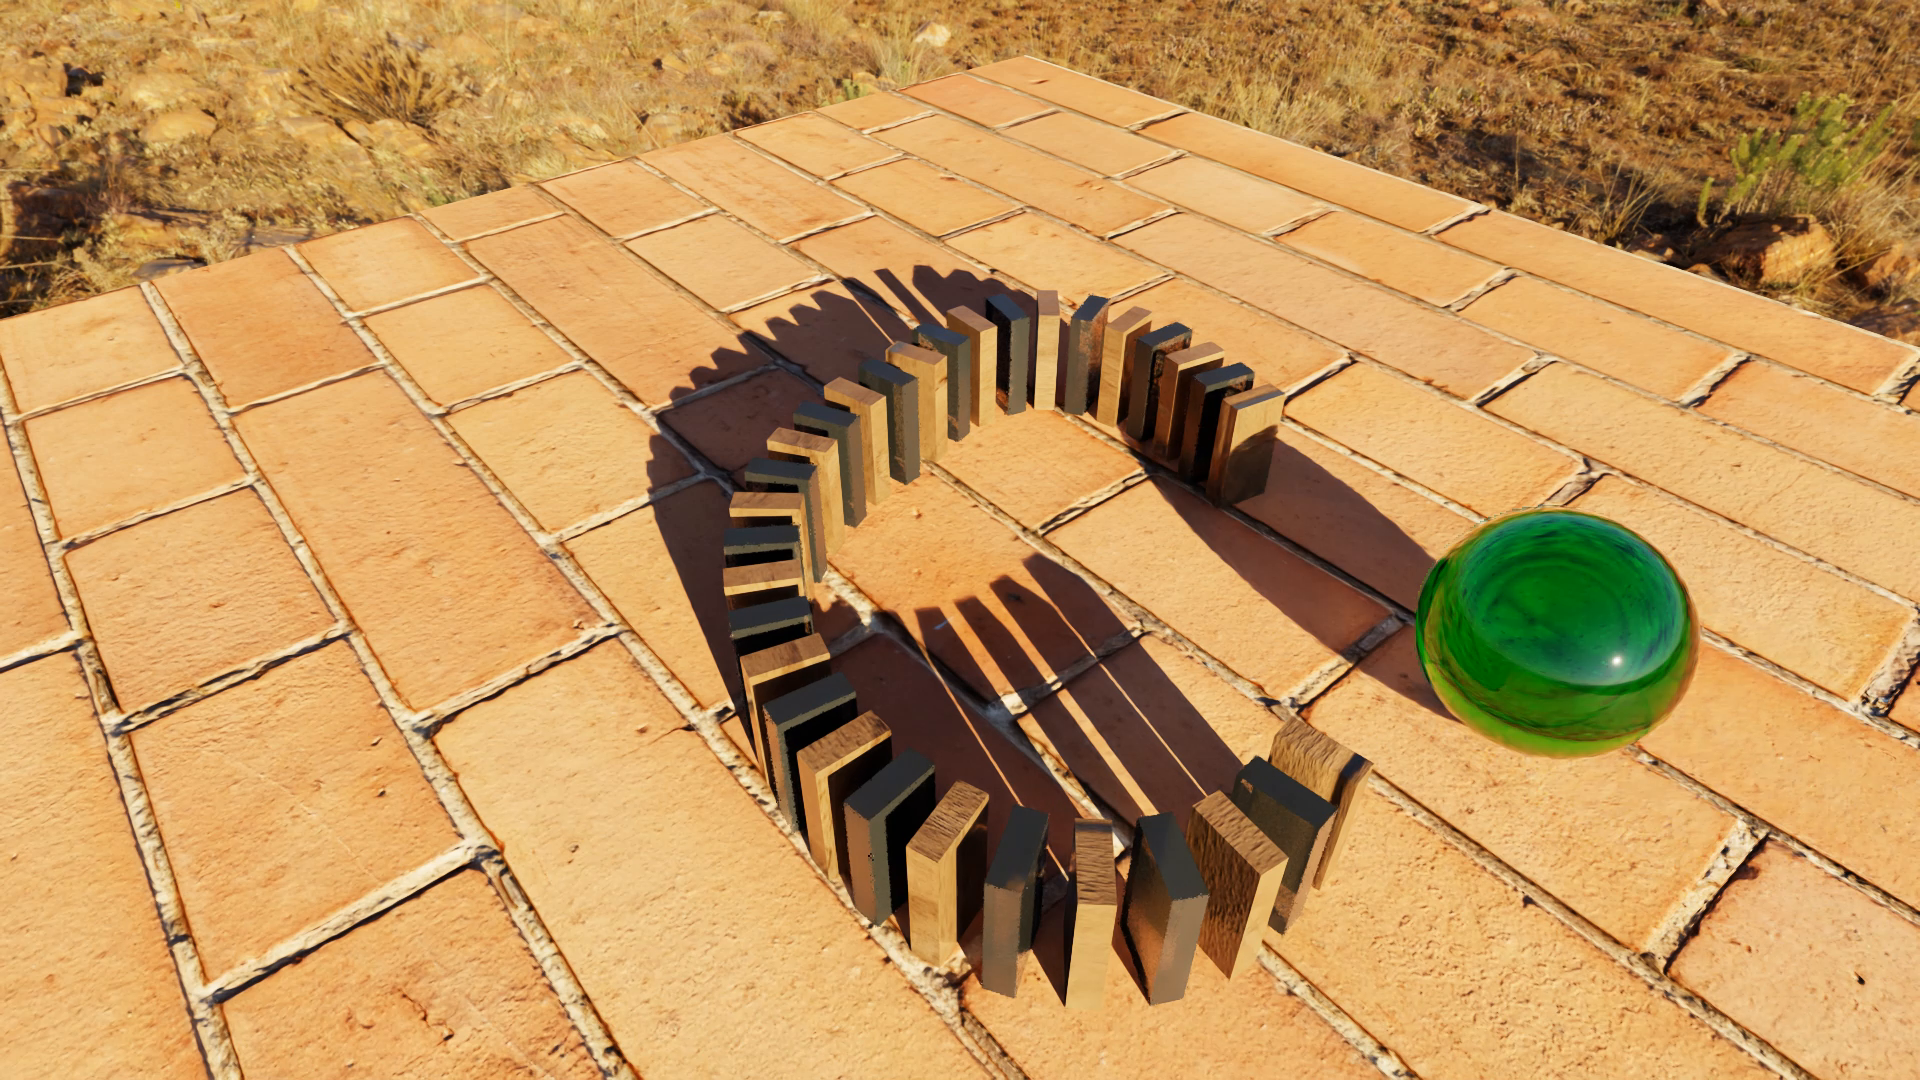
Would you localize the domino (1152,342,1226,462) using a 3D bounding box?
[{"bbox_3d":[0.100,-0.061,0.485,0.025,0.050,0.009,-20,43,-22],"label":"domino"}]

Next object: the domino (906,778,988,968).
[{"bbox_3d":[-0.003,0.091,0.300,0.009,0.050,0.025,21,44,24],"label":"domino"}]

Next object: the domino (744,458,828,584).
[{"bbox_3d":[-0.066,-0.007,0.420,0.025,0.050,0.009,8,40,10],"label":"domino"}]

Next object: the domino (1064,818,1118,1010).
[{"bbox_3d":[0.034,0.099,0.290,0.010,0.050,0.025,2,39,2],"label":"domino"}]

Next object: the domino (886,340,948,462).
[{"bbox_3d":[-0.019,-0.061,0.486,0.025,0.050,0.010,21,44,24],"label":"domino"}]

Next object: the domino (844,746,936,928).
[{"bbox_3d":[-0.019,0.084,0.309,0.010,0.050,0.025,30,48,31],"label":"domino"}]

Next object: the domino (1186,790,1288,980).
[{"bbox_3d":[0.071,0.094,0.297,0.010,0.050,0.025,-22,44,-25],"label":"domino"}]

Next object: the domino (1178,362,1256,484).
[{"bbox_3d":[0.110,-0.050,0.472,0.025,0.050,0.009,-17,42,-20],"label":"domino"}]

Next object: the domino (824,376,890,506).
[{"bbox_3d":[-0.043,-0.041,0.462,0.025,0.050,0.009,26,46,28],"label":"domino"}]

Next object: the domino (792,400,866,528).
[{"bbox_3d":[-0.053,-0.030,0.448,0.025,0.050,0.009,16,42,19],"label":"domino"}]

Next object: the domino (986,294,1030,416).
[{"bbox_3d":[0.022,-0.087,0.517,0.010,0.050,0.025,-17,42,-19],"label":"domino"}]

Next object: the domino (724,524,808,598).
[{"bbox_3d":[-0.068,0.018,0.390,0.025,0.050,0.009,-4,39,-5],"label":"domino"}]

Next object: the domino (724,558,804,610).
[{"bbox_3d":[-0.065,0.030,0.375,0.025,0.050,0.010,-7,40,-9],"label":"domino"}]

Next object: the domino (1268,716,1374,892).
[{"bbox_3d":[0.100,0.077,0.318,0.025,0.050,0.010,30,48,32],"label":"domino"}]

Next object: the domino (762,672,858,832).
[{"bbox_3d":[-0.043,0.065,0.332,0.025,0.050,0.010,-21,44,-24],"label":"domino"}]

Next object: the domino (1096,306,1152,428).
[{"bbox_3d":[0.076,-0.080,0.509,0.010,0.050,0.025,27,46,29],"label":"domino"}]

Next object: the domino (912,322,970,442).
[{"bbox_3d":[-0.008,-0.071,0.498,0.025,0.050,0.009,24,45,26],"label":"domino"}]

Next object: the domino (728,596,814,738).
[{"bbox_3d":[-0.060,0.042,0.360,0.025,0.050,0.009,-11,41,-13],"label":"domino"}]

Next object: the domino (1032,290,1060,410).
[{"bbox_3d":[0.041,-0.090,0.521,0.010,0.050,0.025,1,39,1],"label":"domino"}]

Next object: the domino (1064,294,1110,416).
[{"bbox_3d":[0.059,-0.086,0.517,0.009,0.050,0.025,17,42,20],"label":"domino"}]

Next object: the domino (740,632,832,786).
[{"bbox_3d":[-0.053,0.054,0.346,0.025,0.050,0.010,-16,42,-19],"label":"domino"}]

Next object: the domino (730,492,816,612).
[{"bbox_3d":[-0.068,0.005,0.405,0.025,0.050,0.010,1,39,1],"label":"domino"}]

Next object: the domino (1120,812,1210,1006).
[{"bbox_3d":[0.053,0.098,0.292,0.009,0.050,0.025,-8,40,-10],"label":"domino"}]

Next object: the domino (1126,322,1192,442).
[{"bbox_3d":[0.090,-0.071,0.498,0.025,0.050,0.010,-26,46,-28],"label":"domino"}]

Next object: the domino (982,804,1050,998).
[{"bbox_3d":[0.015,0.097,0.293,0.010,0.050,0.025,13,41,15],"label":"domino"}]

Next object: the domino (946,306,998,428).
[{"bbox_3d":[0.005,-0.080,0.509,0.009,0.050,0.025,-26,46,-28],"label":"domino"}]

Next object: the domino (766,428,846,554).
[{"bbox_3d":[-0.060,-0.019,0.434,0.025,0.050,0.009,13,41,16],"label":"domino"}]

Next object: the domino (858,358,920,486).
[{"bbox_3d":[-0.030,-0.051,0.473,0.025,0.050,0.009,28,47,30],"label":"domino"}]

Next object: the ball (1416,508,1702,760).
[{"bbox_3d":[0.189,0.030,0.352,0.080,0.080,0.080,0,39,0],"label":"ball"}]

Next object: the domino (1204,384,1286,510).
[{"bbox_3d":[0.118,-0.038,0.458,0.025,0.050,0.009,-20,43,-22],"label":"domino"}]

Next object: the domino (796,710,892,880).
[{"bbox_3d":[-0.032,0.075,0.320,0.025,0.050,0.009,-27,46,-29],"label":"domino"}]

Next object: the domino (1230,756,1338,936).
[{"bbox_3d":[0.086,0.086,0.307,0.009,0.050,0.025,-32,49,-33],"label":"domino"}]
